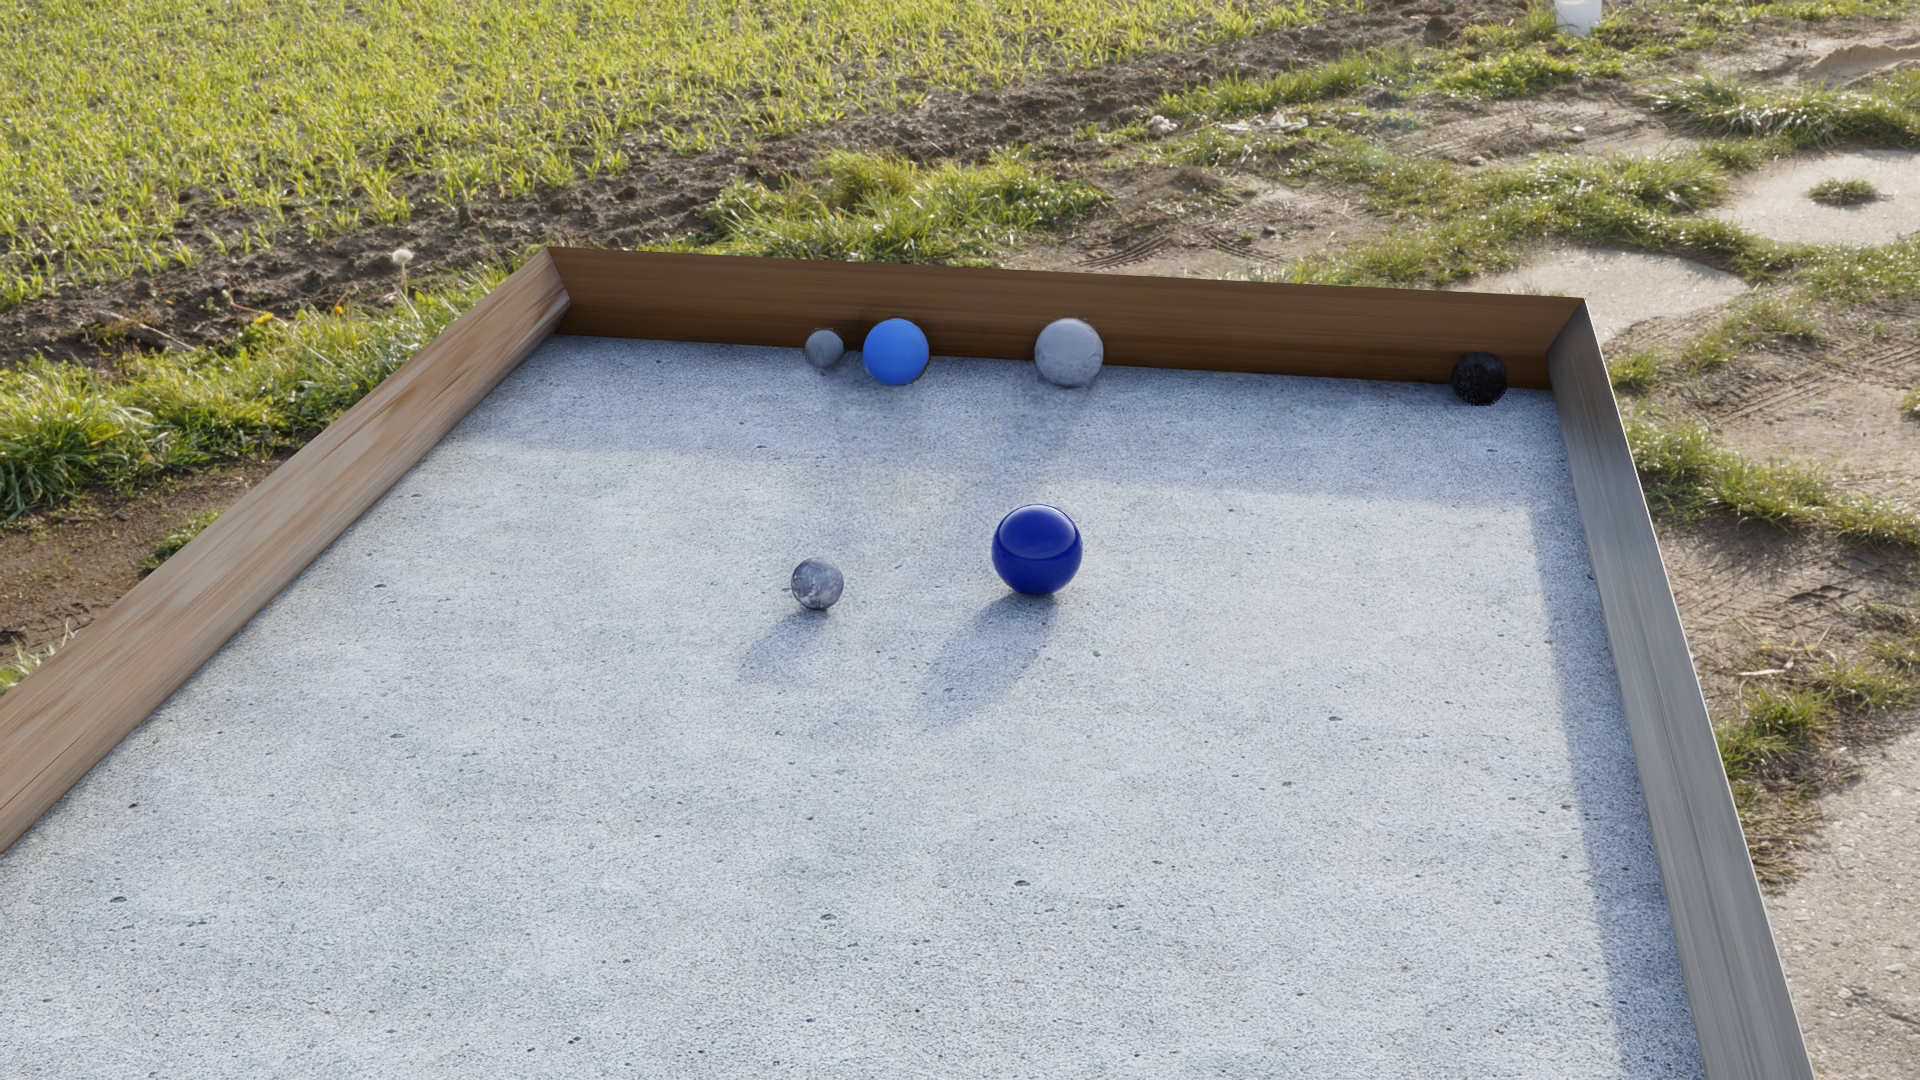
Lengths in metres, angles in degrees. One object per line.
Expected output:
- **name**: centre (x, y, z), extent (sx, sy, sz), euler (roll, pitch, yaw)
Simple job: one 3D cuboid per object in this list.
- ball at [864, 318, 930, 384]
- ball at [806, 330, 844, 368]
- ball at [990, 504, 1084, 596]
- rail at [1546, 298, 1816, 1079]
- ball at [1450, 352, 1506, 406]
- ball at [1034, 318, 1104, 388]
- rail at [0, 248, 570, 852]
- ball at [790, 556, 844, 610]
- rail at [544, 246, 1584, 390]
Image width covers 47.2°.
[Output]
- **ball**: centre (-0.081, -0.239, 2.793), extent (0.084, 0.084, 0.084), euler (0, 24, 0)
- **ball**: centre (-0.176, -0.247, 2.852), extent (0.050, 0.050, 0.050), euler (0, 24, 0)
- **ball**: centre (0.078, 0.010, 2.218), extent (0.093, 0.093, 0.093), euler (0, 24, 0)
- **rail**: centre (0.531, 0.286, 1.559), extent (0.045, 0.121, 2.668), euler (4, 24, 9)
- **ball**: centre (0.642, -0.200, 2.726), extent (0.066, 0.066, 0.066), euler (0, 24, 0)
- **ball**: centre (0.138, -0.237, 2.781), extent (0.088, 0.088, 0.088), euler (0, 24, 0)
- **rail**: centre (-0.755, 0.197, 1.759), extent (0.045, 0.121, 2.668), euler (4, 24, 9)
- **ball**: centre (-0.142, 0.043, 2.193), extent (0.053, 0.053, 0.053), euler (0, 24, 0)
- **rail**: centre (0.108, -0.282, 2.840), extent (1.352, 0.121, 0.045), euler (4, 24, 9)
